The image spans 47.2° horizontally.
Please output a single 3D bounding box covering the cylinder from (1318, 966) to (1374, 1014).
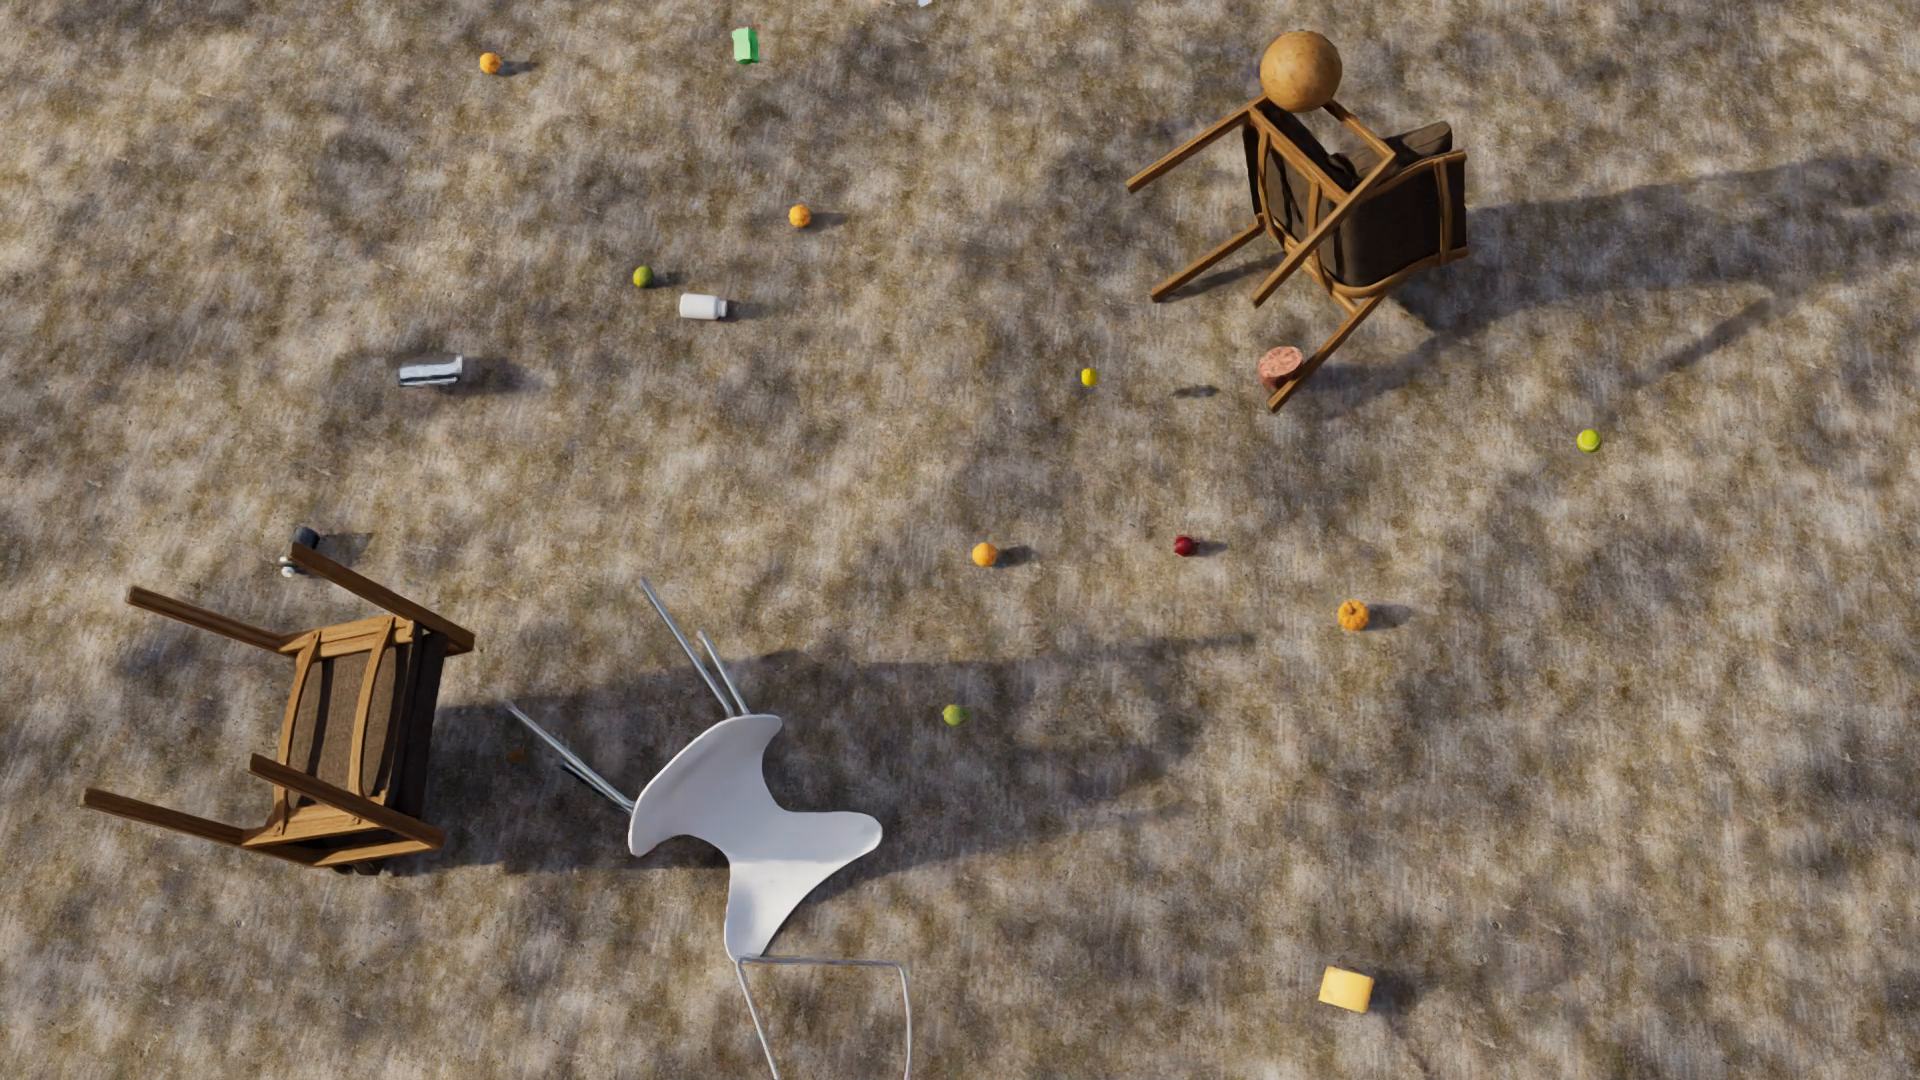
[{"bbox_3d":[1.006,1.171,5.727,0.130,0.058,0.092,11,78,27],"label":"cylinder"}]

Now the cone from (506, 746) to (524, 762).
[{"bbox_3d":[-1.233,0.590,6.164,0.070,0.033,0.057,-19,21,29],"label":"cone"}]

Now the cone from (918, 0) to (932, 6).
[{"bbox_3d":[-0.117,-1.789,7.132,0.073,0.067,0.096,6,53,37],"label":"cone"}]

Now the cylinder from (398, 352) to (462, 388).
[{"bbox_3d":[-1.654,-0.531,6.863,0.176,0.072,0.192,-6,27,-4],"label":"cylinder"}]

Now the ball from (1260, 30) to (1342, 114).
[{"bbox_3d":[1.012,-1.391,6.528,0.242,0.242,0.242,0,56,0],"label":"ball"}]

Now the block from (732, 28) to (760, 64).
[{"bbox_3d":[-0.672,-1.550,6.905,0.055,0.058,0.097,-7,87,23],"label":"block"}]

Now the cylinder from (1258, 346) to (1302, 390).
[{"bbox_3d":[0.992,-0.533,6.815,0.138,0.163,0.088,-22,77,4],"label":"cylinder"}]
